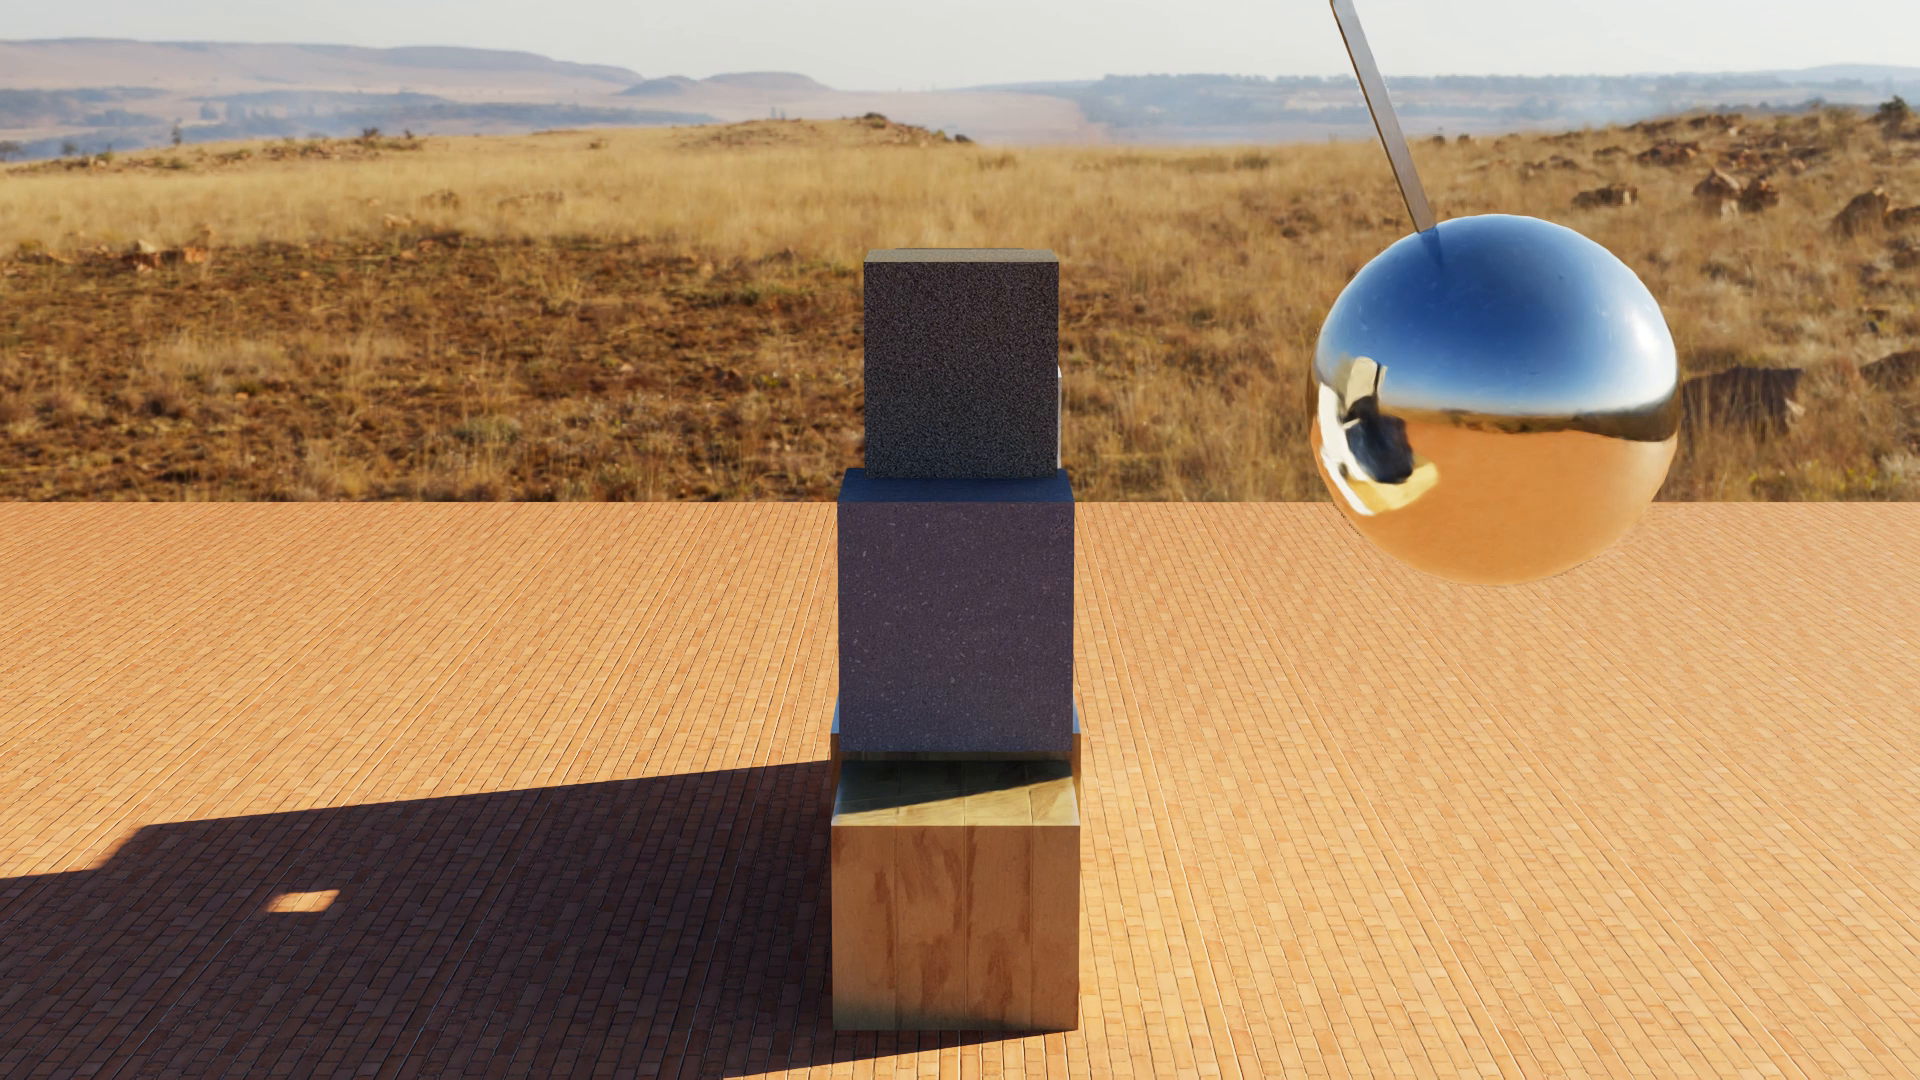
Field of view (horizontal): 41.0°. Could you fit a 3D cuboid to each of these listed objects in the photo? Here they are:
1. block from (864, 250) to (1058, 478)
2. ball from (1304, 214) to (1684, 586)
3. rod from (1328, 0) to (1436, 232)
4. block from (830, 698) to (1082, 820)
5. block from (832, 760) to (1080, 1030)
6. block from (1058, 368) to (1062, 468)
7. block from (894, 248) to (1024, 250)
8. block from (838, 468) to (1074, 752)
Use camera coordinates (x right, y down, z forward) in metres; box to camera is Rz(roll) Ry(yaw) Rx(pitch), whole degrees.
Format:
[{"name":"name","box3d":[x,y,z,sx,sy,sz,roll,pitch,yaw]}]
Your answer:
[{"name":"block","box3d":[0.005,-0.750,10.713,0.781,0.873,0.777,0,10,0]},{"name":"ball","box3d":[2.295,-0.602,11.071,1.600,1.600,1.600,0,10,0]},{"name":"rod","box3d":[0.994,-3.692,10.509,0.080,5.200,0.080,-22,10,4]},{"name":"block","box3d":[-0.017,1.124,10.867,1.005,0.901,1.043,0,10,0]},{"name":"block","box3d":[-0.016,1.354,9.912,0.913,0.790,0.900,0,10,0]},{"name":"block","box3d":[0.014,-0.333,11.970,0.878,0.987,0.919,0,11,0]},{"name":"block","box3d":[-0.004,-1.003,11.390,0.584,0.542,0.645,0,10,0]},{"name":"block","box3d":[-0.016,0.262,10.336,0.911,0.985,0.856,0,10,0]}]
